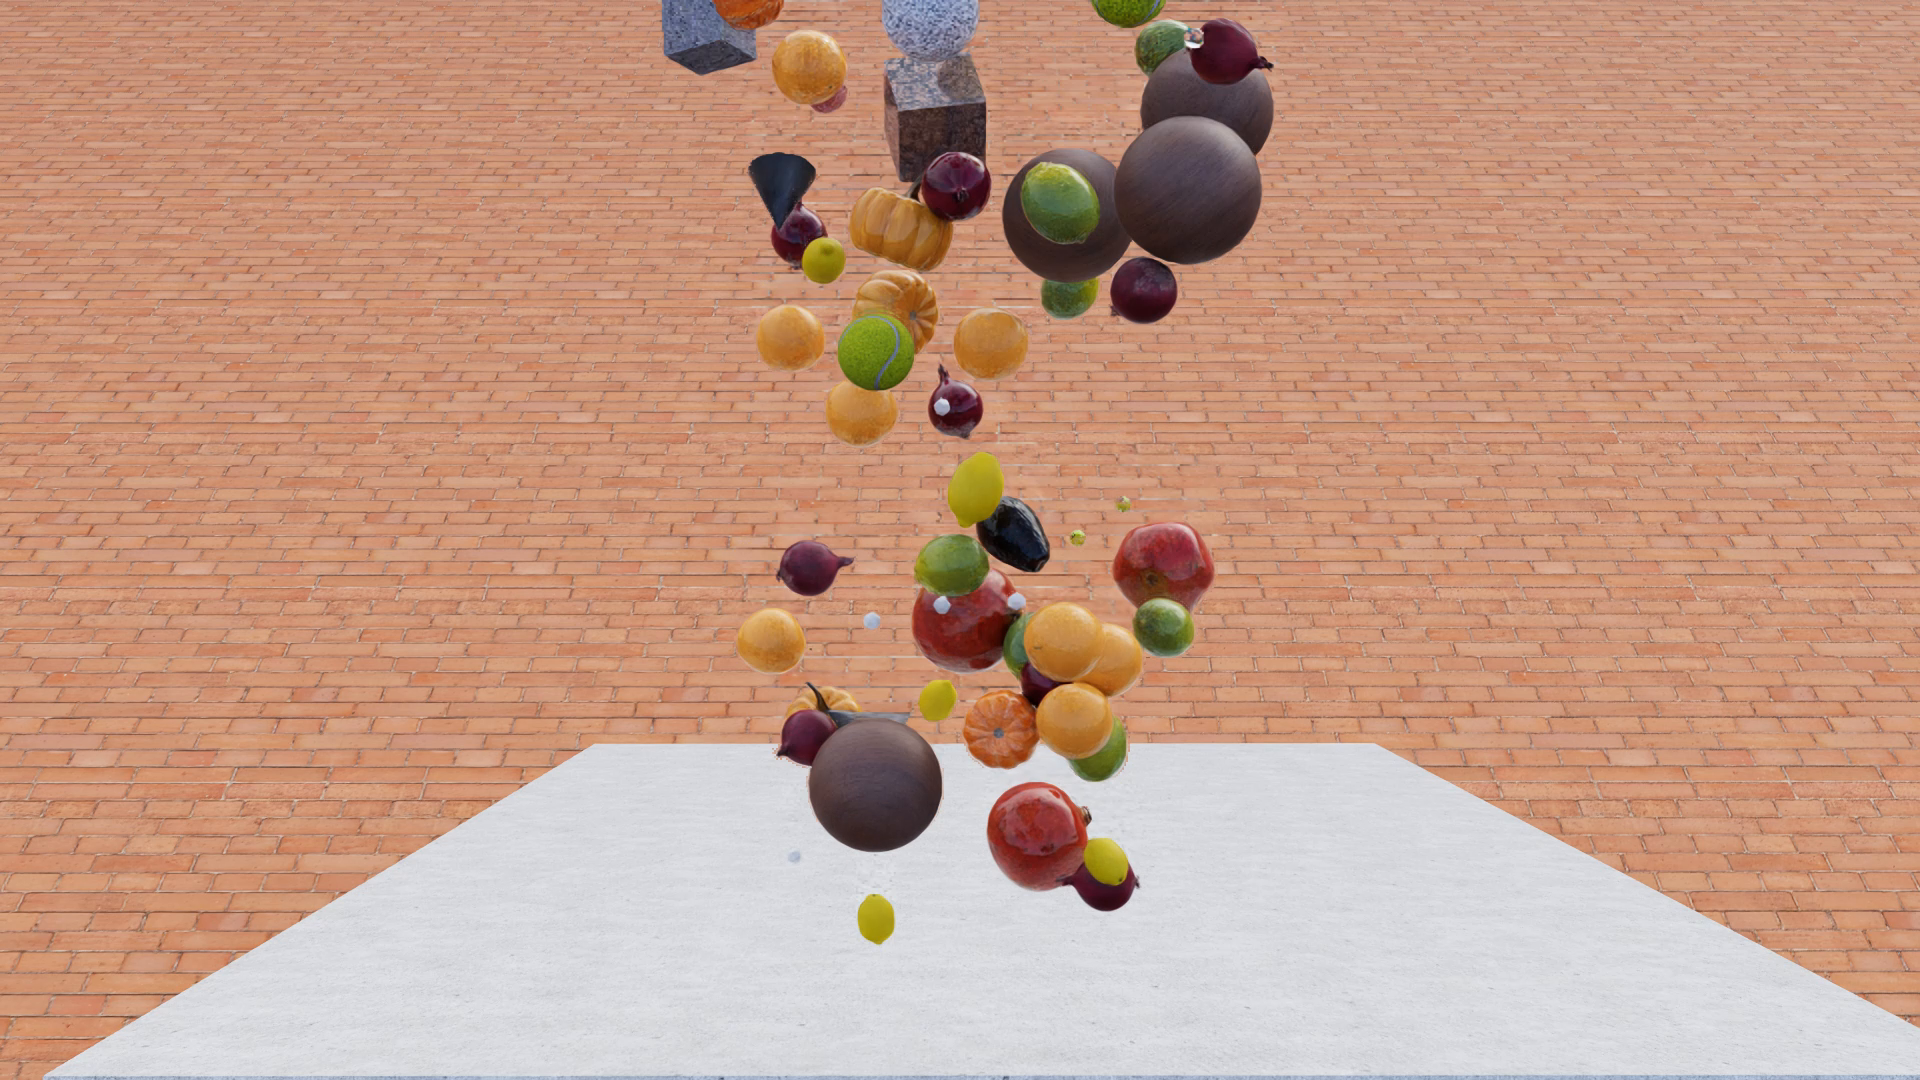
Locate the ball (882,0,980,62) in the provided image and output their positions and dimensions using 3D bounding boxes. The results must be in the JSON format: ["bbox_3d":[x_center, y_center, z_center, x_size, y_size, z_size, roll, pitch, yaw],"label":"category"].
[{"bbox_3d":[-0.026,-0.461,2.264,0.086,0.086,0.086,0,29,0],"label":"ball"}]

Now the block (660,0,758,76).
[{"bbox_3d":[-0.244,-0.500,2.517,0.065,0.065,0.065,-10,-12,25],"label":"block"}]

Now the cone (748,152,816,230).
[{"bbox_3d":[-0.170,-0.320,2.443,0.065,0.065,0.065,1,64,1],"label":"cone"}]

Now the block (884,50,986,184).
[{"bbox_3d":[-0.024,-0.400,2.443,0.083,0.083,0.083,-8,46,-8],"label":"block"}]

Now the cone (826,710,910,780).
[{"bbox_3d":[-0.109,0.203,2.787,0.082,0.082,0.082,29,32,0],"label":"cone"}]

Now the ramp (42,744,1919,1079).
[{"bbox_3d":[0.065,0.584,4.631,2.000,0.100,4.000,0,0,0],"label":"ramp"}]
